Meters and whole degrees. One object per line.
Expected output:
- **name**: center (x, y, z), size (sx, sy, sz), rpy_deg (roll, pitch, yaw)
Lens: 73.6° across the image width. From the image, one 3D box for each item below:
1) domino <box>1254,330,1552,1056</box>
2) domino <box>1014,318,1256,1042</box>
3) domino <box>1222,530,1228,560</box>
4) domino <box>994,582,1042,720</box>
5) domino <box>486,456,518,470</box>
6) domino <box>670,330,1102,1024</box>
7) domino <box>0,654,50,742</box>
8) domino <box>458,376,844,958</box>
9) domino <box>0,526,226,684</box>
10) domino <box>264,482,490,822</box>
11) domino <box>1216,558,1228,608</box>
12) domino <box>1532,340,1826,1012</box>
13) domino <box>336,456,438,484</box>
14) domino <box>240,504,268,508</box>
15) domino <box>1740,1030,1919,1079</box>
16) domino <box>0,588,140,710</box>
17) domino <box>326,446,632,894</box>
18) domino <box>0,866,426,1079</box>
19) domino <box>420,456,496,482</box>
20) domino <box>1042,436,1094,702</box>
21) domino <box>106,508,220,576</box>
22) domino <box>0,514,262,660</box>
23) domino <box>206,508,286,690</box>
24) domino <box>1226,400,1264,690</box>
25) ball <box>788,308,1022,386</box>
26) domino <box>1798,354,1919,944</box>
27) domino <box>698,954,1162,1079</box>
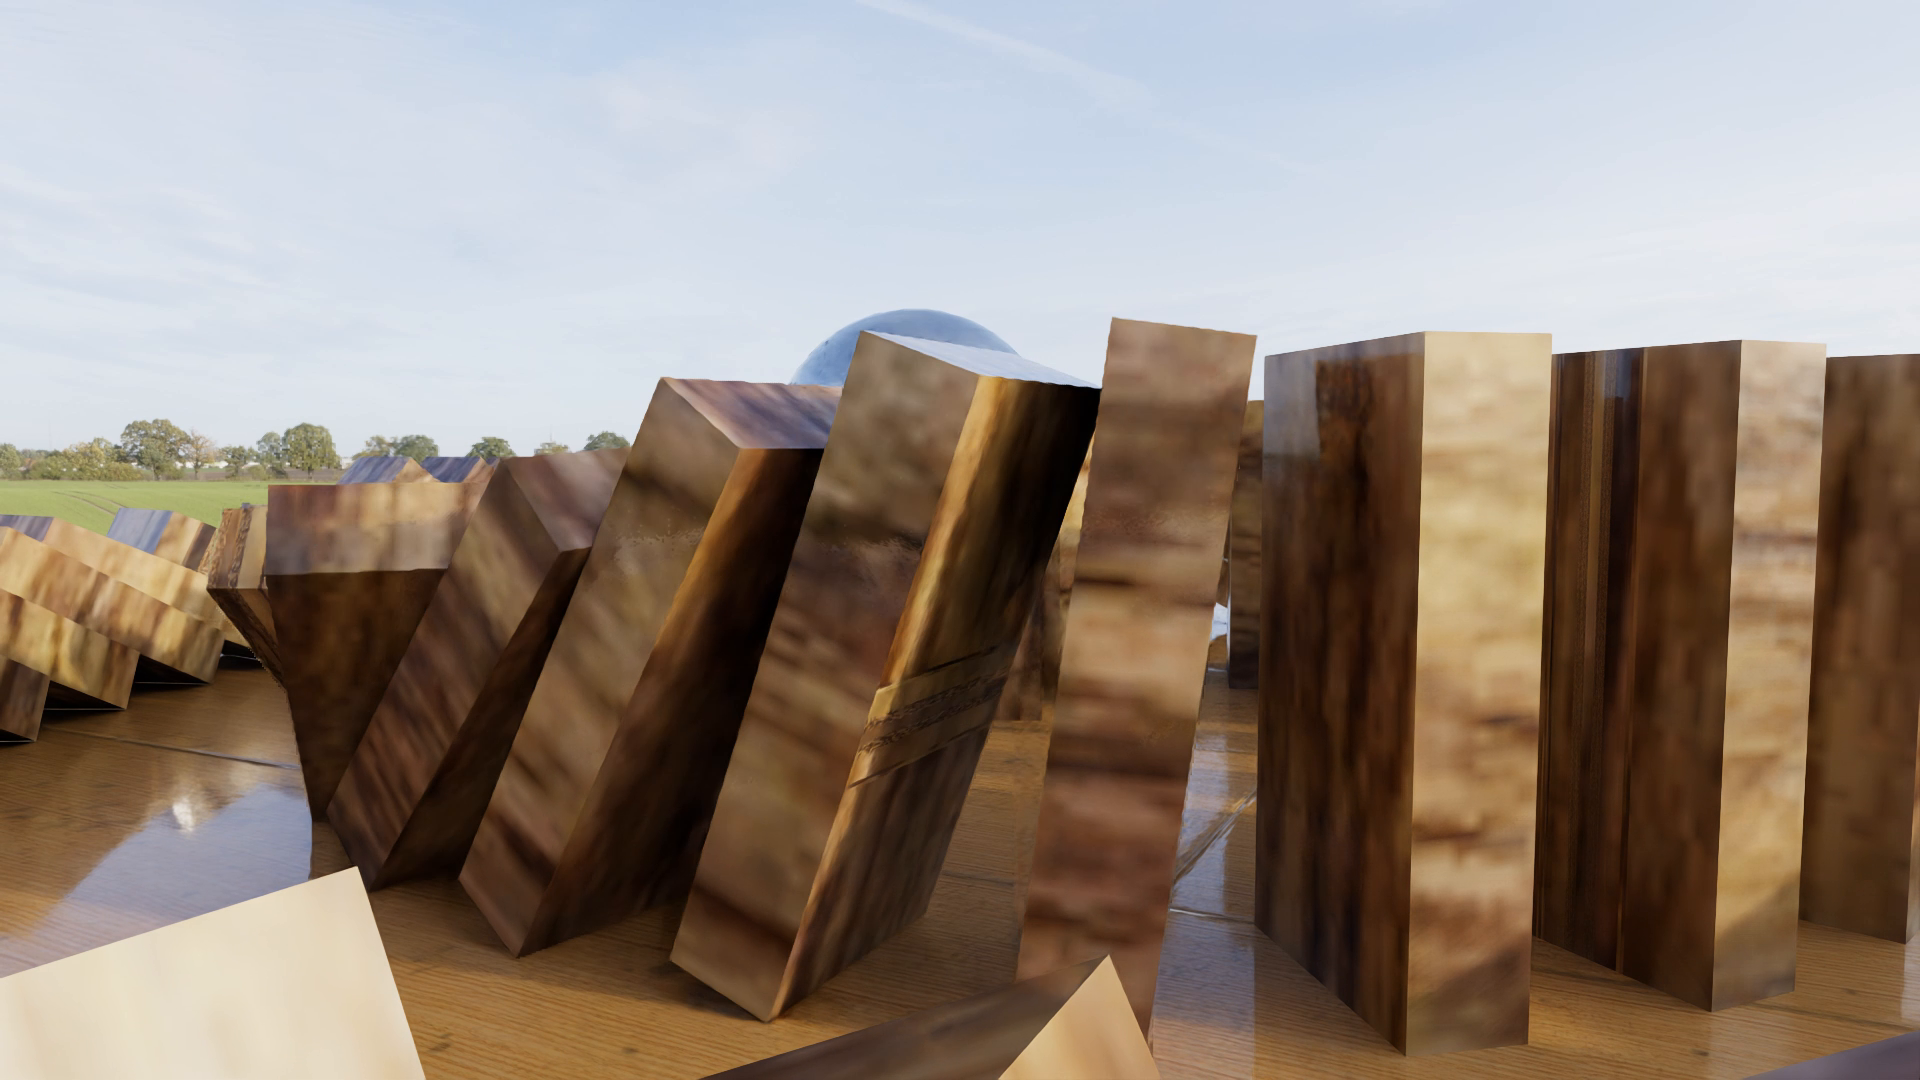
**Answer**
- **domino**: center (0.033, 0.010, 0.100), size (0.009, 0.050, 0.025), rpy_deg (-1, 4, -11)
- **domino**: center (0.013, 0.010, 0.099), size (0.009, 0.050, 0.025), rpy_deg (8, 5, 7)
- **domino**: center (0.077, 0.004, 0.305), size (0.050, 0.010, 0.025), rpy_deg (30, 15, 19)
- **domino**: center (0.000, 0.002, 0.201), size (0.025, 0.050, 0.009), rpy_deg (0, 4, 0)
- **domino**: center (-0.091, 0.000, 0.308), size (0.025, 0.010, 0.050), rpy_deg (4, -35, 41)
- **domino**: center (-0.005, 0.010, 0.102), size (0.009, 0.050, 0.025), rpy_deg (24, 14, 23)
- **domino**: center (-0.143, 0.016, 0.161), size (0.025, 0.010, 0.050), rpy_deg (0, -21, -4)
- **domino**: center (-0.022, 0.011, 0.109), size (0.010, 0.050, 0.025), rpy_deg (40, 25, 27)
- **domino**: center (-0.147, 0.012, 0.207), size (0.025, 0.010, 0.050), rpy_deg (0, -22, 6)
- **domino**: center (-0.055, 0.013, 0.133), size (0.025, 0.009, 0.050), rpy_deg (-2, -34, -23)
- **domino**: center (0.054, 0.004, 0.308), size (0.050, 0.010, 0.025), rpy_deg (28, 9, 9)
- **domino**: center (0.056, 0.009, 0.108), size (0.010, 0.050, 0.025), rpy_deg (-2, 5, -24)
- **domino**: center (-0.112, 0.001, 0.287), size (0.025, 0.010, 0.050), rpy_deg (4, -35, 41)
- **domino**: center (-0.125, 0.007, 0.273), size (0.025, 0.010, 0.050), rpy_deg (3, -20, 39)
- **domino**: center (0.003, 0.026, 0.025), size (0.050, 0.009, 0.025), rpy_deg (-26, -3, 17)
- **domino**: center (-0.146, 0.014, 0.184), size (0.025, 0.010, 0.050), rpy_deg (0, -21, 0)
- **domino**: center (-0.038, 0.012, 0.119), size (0.025, 0.010, 0.050), rpy_deg (-12, -32, -51)
- **domino**: center (-0.042, 0.025, 0.039), size (0.050, 0.009, 0.025), rpy_deg (-27, -9, 29)
- **domino**: center (-0.102, 0.000, 0.297), size (0.025, 0.010, 0.050), rpy_deg (4, -35, 41)
- **domino**: center (0.011, 0.001, 0.221), size (0.025, 0.050, 0.009), rpy_deg (4, 6, 44)
- **domino**: center (-0.139, 0.008, 0.256), size (0.025, 0.009, 0.050), rpy_deg (3, -21, 38)
- **domino**: center (-0.148, 0.010, 0.234), size (0.025, 0.009, 0.050), rpy_deg (2, -21, 30)
- **domino**: center (-0.066, 0.013, 0.153), size (0.025, 0.009, 0.050), rpy_deg (-1, -30, -9)
- **domino**: center (0.054, 0.000, 0.233), size (0.009, 0.050, 0.025), rpy_deg (1, 4, 11)
- **ball**: center (-0.013, -0.025, 0.360), size (0.080, 0.080, 0.080), rpy_deg (0, 4, 0)
- **domino**: center (0.076, 0.009, 0.120), size (0.009, 0.050, 0.025), rpy_deg (-4, 6, -42)
- **domino**: center (-0.020, 0.025, 0.030), size (0.050, 0.010, 0.025), rpy_deg (-26, -7, 25)
